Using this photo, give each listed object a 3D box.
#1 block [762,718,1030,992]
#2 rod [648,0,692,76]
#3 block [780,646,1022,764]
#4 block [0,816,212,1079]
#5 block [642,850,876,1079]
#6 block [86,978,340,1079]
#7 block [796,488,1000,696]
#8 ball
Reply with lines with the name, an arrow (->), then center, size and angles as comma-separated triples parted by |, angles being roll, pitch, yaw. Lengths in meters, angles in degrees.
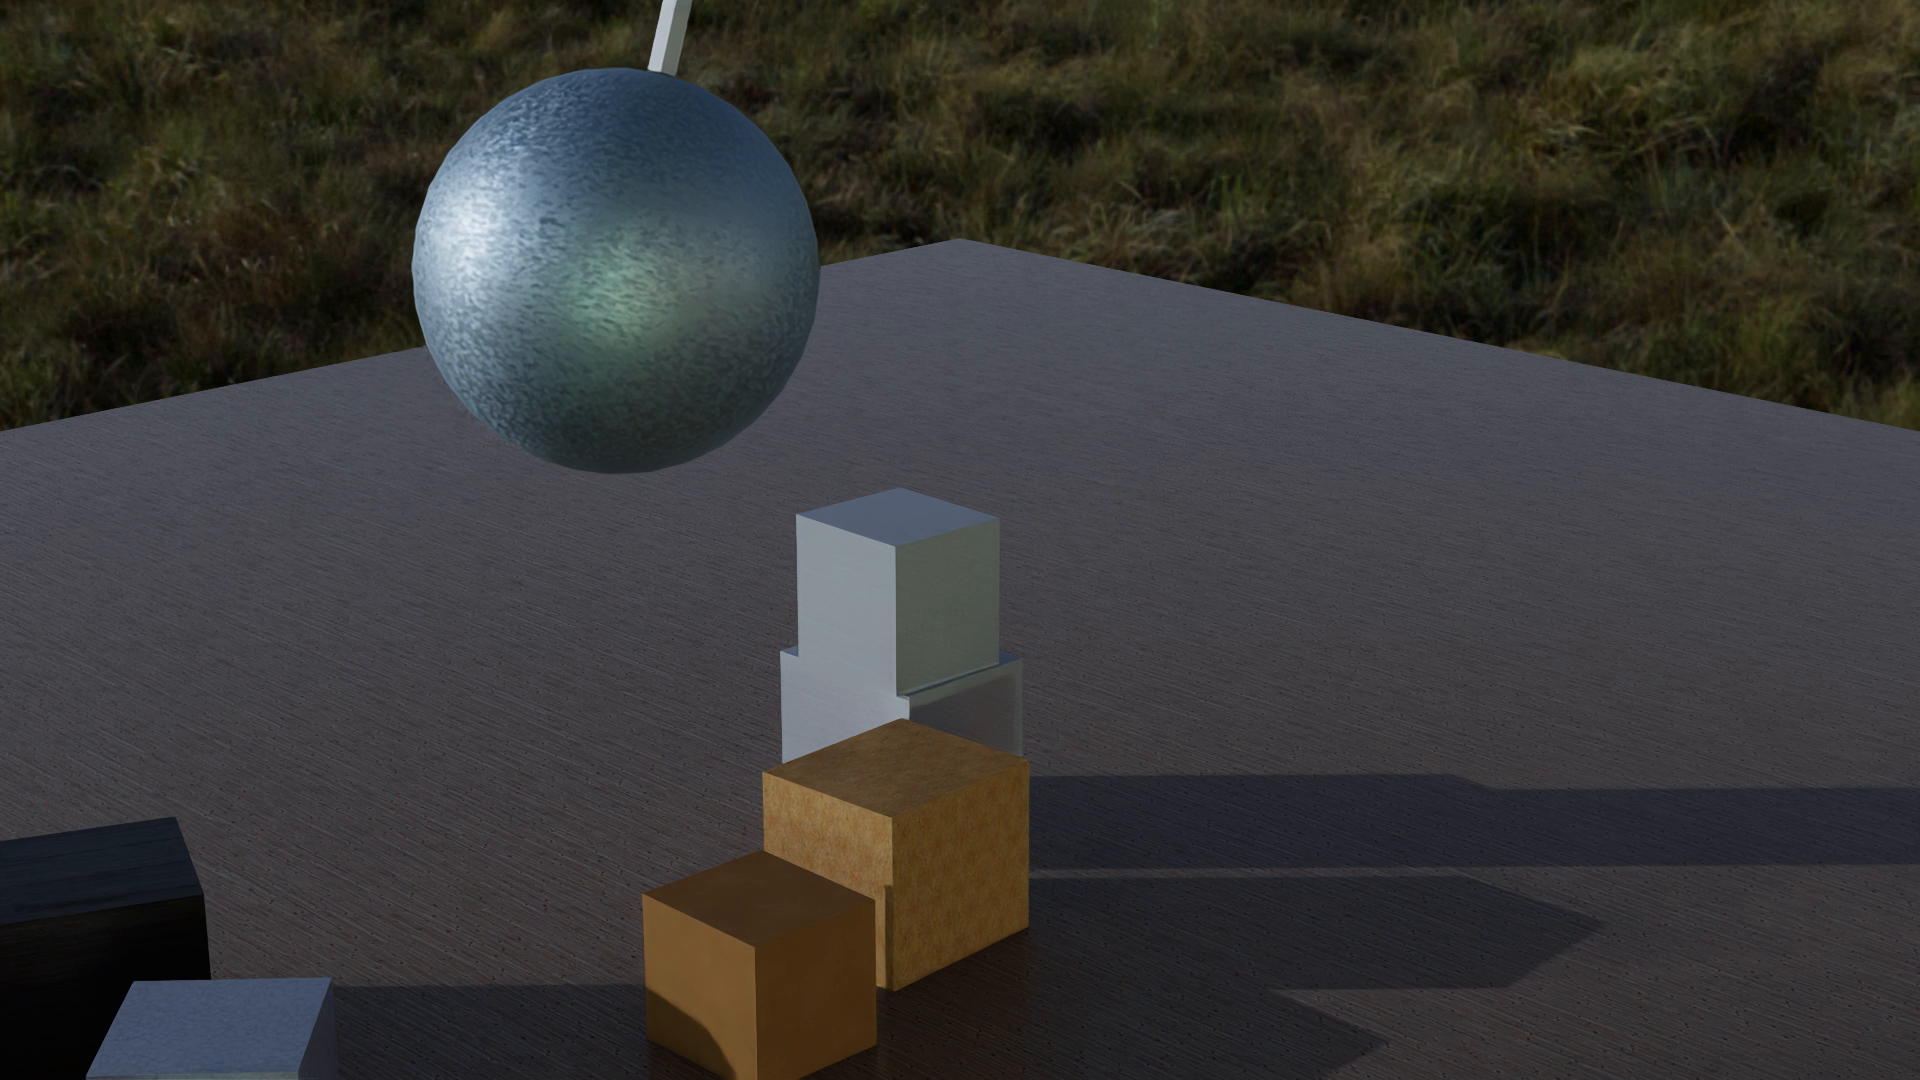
block -> -0.272, 1.348, 12.738 | 0.763, 0.789, 0.868 | 15, 23, 40
rod -> -0.587, -4.363, 11.355 | 0.080, 5.200, 0.080 | 17, 5, 42
block -> -0.277, 0.944, 13.921 | 0.739, 0.851, 0.875 | -17, 24, -42
block -> -3.498, 1.678, 11.708 | 0.884, 0.778, 0.832 | -7, 19, -21
block -> -0.804, 1.727, 11.785 | 0.627, 0.639, 0.695 | -16, 24, -42
block -> -2.679, 2.068, 10.616 | 0.728, 0.689, 0.744 | -1, 17, -2
block -> -0.287, 0.229, 13.590 | 0.644, 0.712, 0.682 | -16, 23, -41
ball -> -1.354, -1.059, 11.589 | 1.600, 1.600, 1.600 | 0, 17, 0
